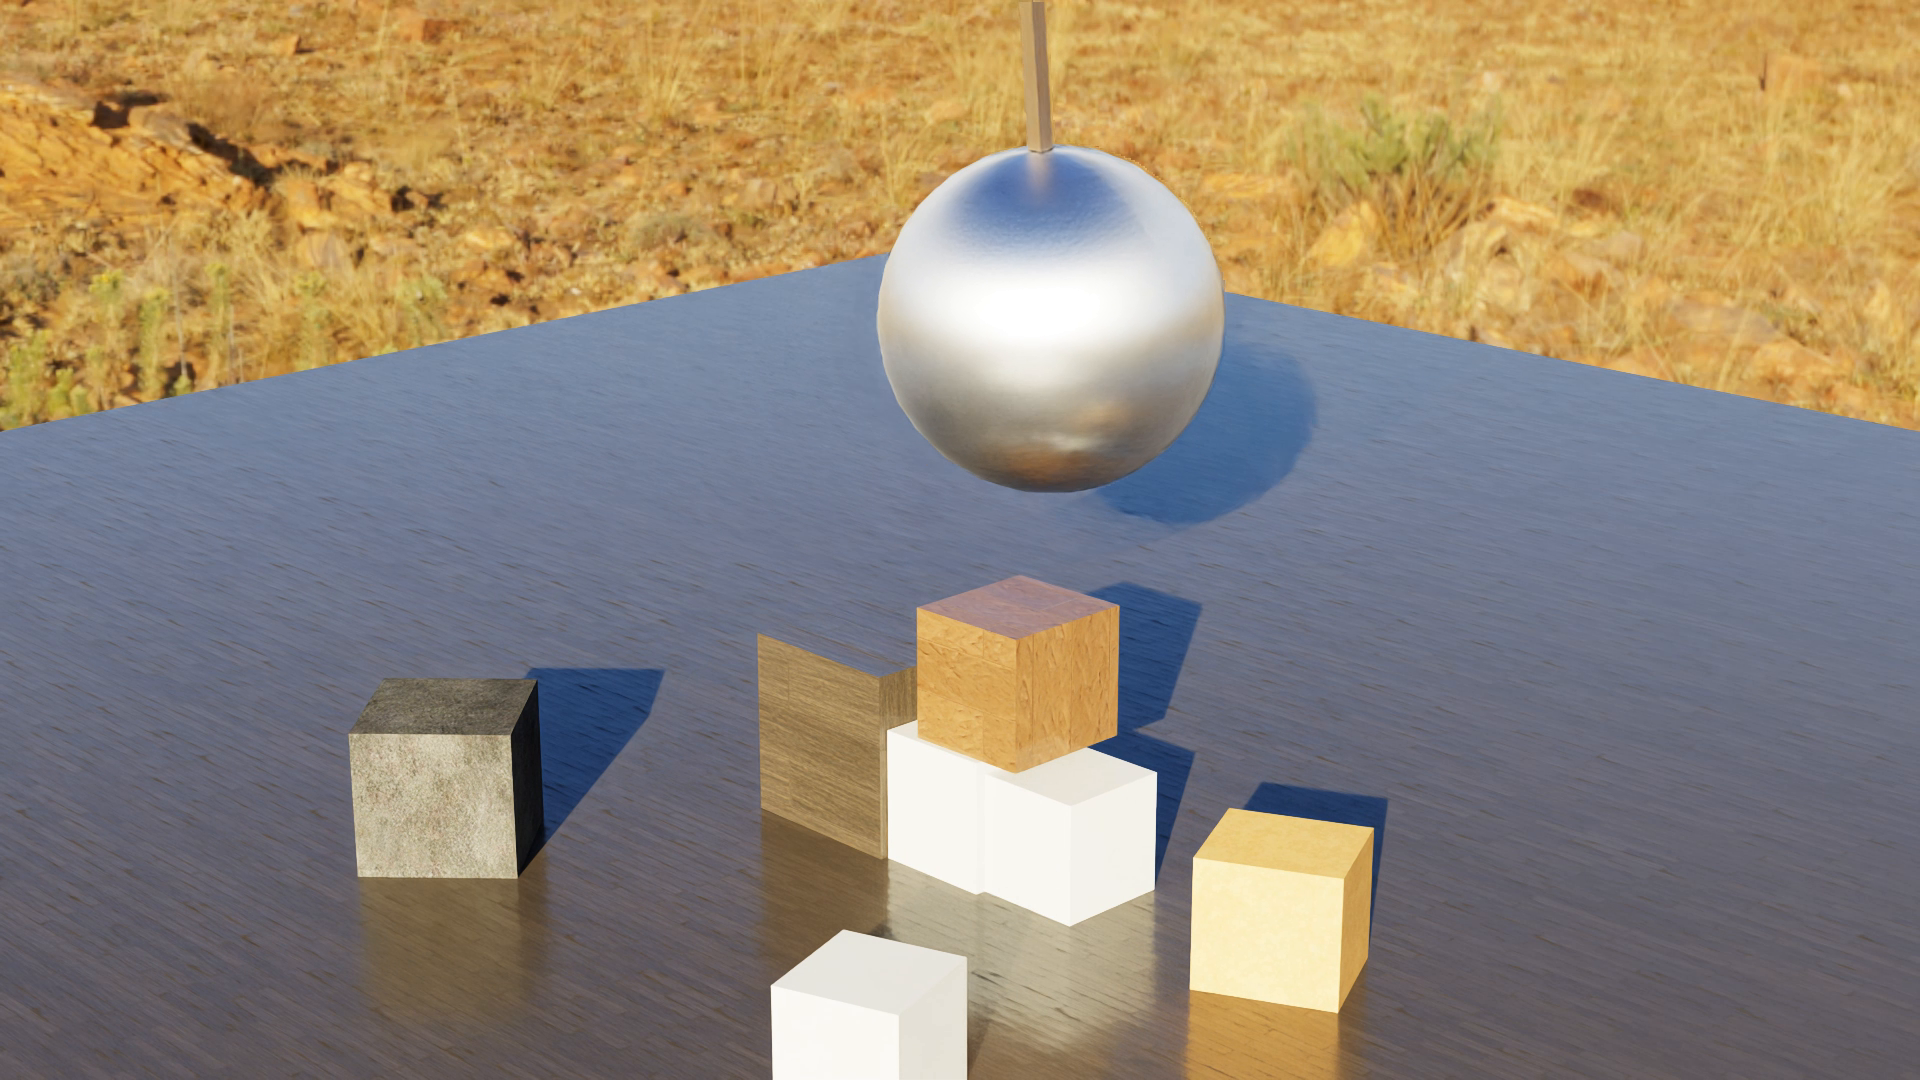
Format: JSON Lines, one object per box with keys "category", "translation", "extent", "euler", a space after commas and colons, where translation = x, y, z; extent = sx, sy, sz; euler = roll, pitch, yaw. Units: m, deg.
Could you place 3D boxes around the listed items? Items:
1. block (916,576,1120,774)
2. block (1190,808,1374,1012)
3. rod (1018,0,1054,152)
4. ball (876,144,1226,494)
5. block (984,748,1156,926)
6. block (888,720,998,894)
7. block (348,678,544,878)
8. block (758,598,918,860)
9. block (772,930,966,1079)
{"category": "block", "translation": [0.262, 0.597, 13.280], "extent": [0.667, 0.627, 0.620], "euler": [-17, 24, -42]}
{"category": "block", "translation": [1.363, 1.556, 12.391], "extent": [0.634, 0.601, 0.565], "euler": [6, 19, 19]}
{"category": "rod", "translation": [0.181, -4.171, 12.221], "extent": [0.080, 5.200, 0.080], "euler": [17, 30, 42]}
{"category": "ball", "translation": [0.417, -1.014, 13.461], "extent": [1.600, 1.600, 1.600], "euler": [0, 17, 0]}
{"category": "block", "translation": [0.497, 1.316, 13.207], "extent": [0.561, 0.570, 0.527], "euler": [-17, 24, -42]}
{"category": "block", "translation": [0.110, 1.167, 13.573], "extent": [0.672, 0.635, 0.578], "euler": [-17, 24, -42]}
{"category": "block", "translation": [-2.381, 1.101, 13.673], "extent": [0.734, 0.701, 0.736], "euler": [0, 17, 2]}
{"category": "block", "translation": [-0.389, 0.883, 14.037], "extent": [0.768, 0.899, 0.862], "euler": [-16, 24, -41]}
{"category": "block", "translation": [-0.346, 1.915, 11.350], "extent": [0.550, 0.540, 0.560], "euler": [9, 19, 26]}
